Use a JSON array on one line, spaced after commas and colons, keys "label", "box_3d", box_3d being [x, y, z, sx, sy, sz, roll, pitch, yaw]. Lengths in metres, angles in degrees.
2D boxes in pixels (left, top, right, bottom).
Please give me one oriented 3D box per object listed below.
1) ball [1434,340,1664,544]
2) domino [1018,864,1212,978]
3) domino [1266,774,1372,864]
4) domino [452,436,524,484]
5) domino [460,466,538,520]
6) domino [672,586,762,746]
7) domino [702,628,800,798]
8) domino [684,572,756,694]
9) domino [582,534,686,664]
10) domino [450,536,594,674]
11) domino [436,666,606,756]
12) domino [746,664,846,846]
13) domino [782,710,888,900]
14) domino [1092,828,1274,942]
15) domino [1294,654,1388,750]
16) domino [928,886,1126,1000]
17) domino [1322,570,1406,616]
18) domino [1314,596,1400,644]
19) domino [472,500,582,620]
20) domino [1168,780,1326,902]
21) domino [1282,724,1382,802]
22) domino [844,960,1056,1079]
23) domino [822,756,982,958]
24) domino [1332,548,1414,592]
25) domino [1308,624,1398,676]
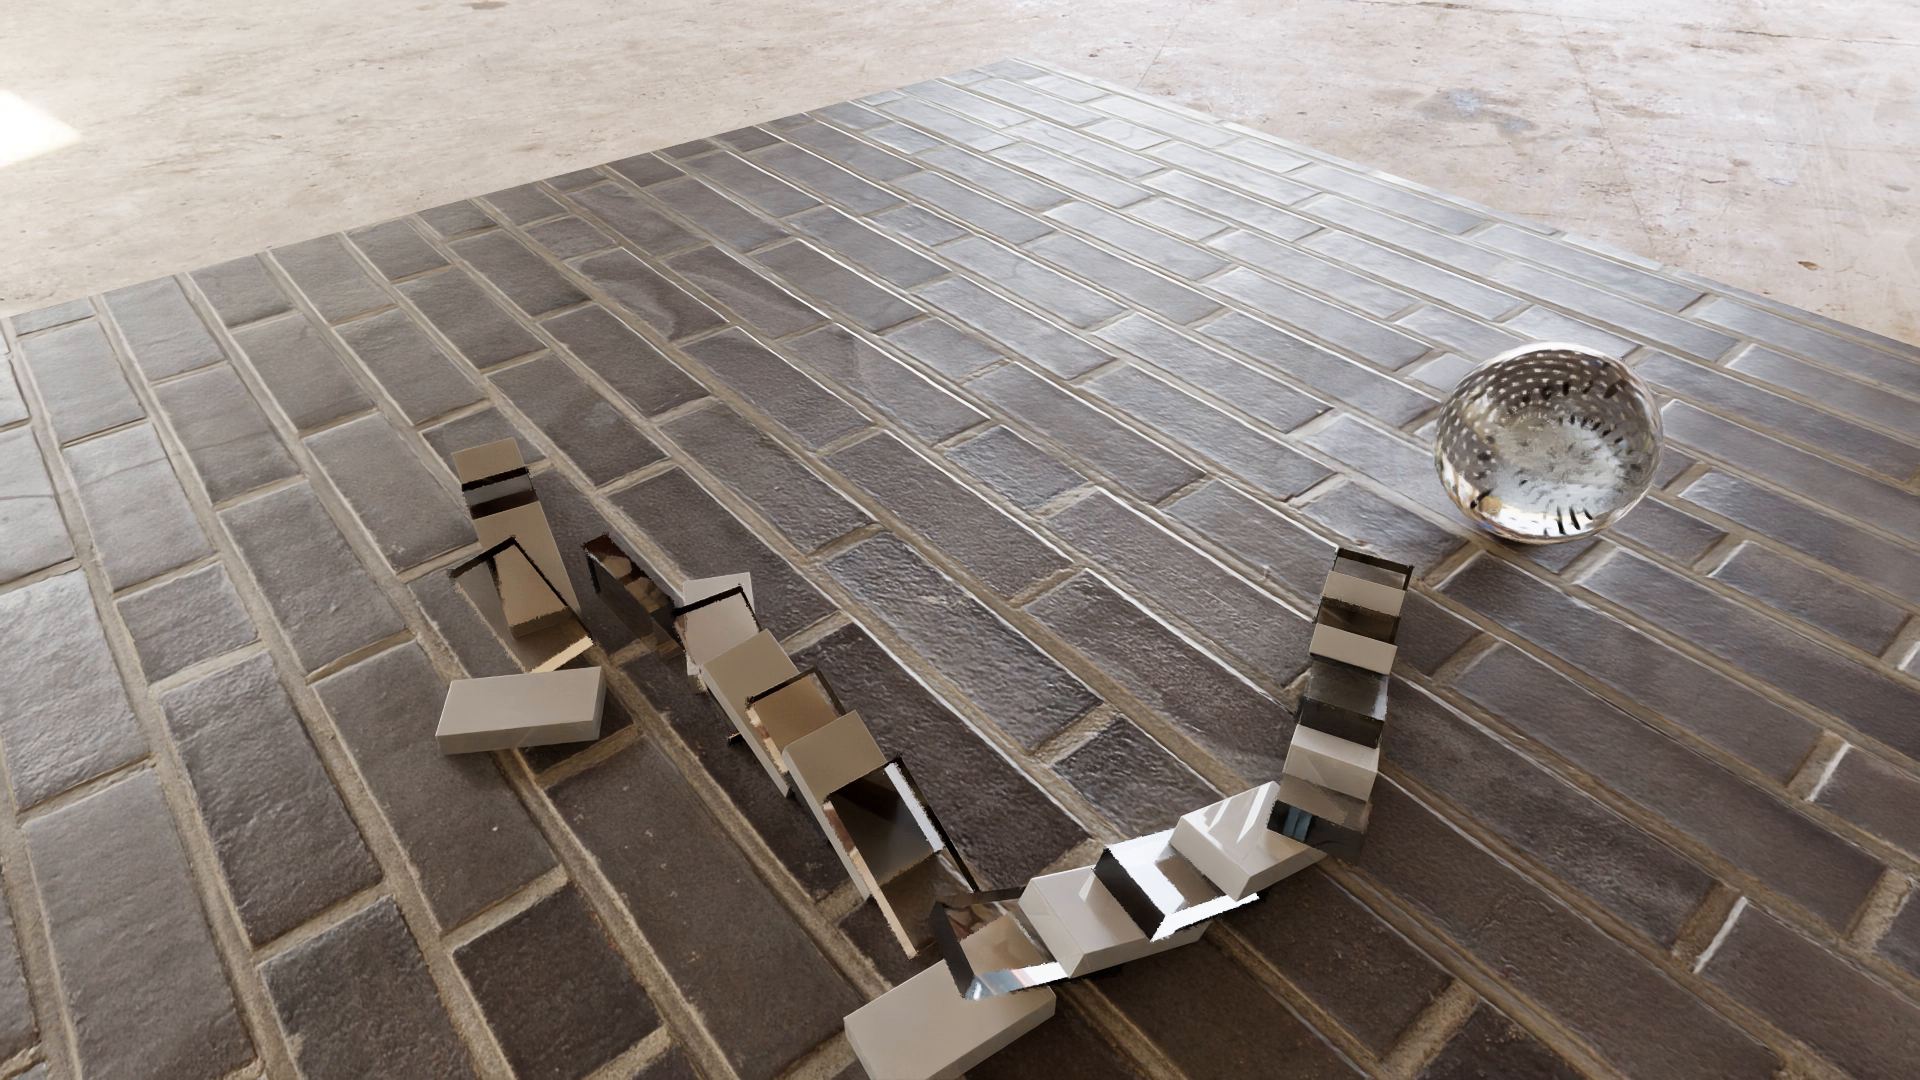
[{"label": "ball", "box_3d": [0.231, -0.038, 0.434, 0.080, 0.080, 0.080, 0, 39, 0]}, {"label": "domino", "box_3d": [0.043, 0.102, 0.303, 0.050, 0.009, 0.025, 2, 33, -38]}, {"label": "domino", "box_3d": [0.109, 0.078, 0.331, 0.025, 0.009, 0.050, 20, 16, 19]}, {"label": "domino", "box_3d": [-0.187, -0.017, 0.449, 0.025, 0.010, 0.050, -19, 66, -22]}, {"label": "domino", "box_3d": [-0.175, -0.003, 0.432, 0.025, 0.010, 0.050, -20, 66, -22]}, {"label": "domino", "box_3d": [-0.077, 0.042, 0.377, 0.025, 0.010, 0.050, -21, 66, -22]}, {"label": "domino", "box_3d": [-0.060, 0.056, 0.360, 0.025, 0.009, 0.050, -29, 70, -30]}, {"label": "domino", "box_3d": [-0.087, 0.033, 0.403, 0.025, 0.010, 0.050, -8, 40, -10]}, {"label": "domino", "box_3d": [-0.120, 0.021, 0.405, 0.010, 0.025, 0.050, -29, 48, -31]}, {"label": "domino", "box_3d": [-0.158, 0.025, 0.397, 0.025, 0.010, 0.050, -36, 73, -28]}, {"label": "domino", "box_3d": [-0.148, 0.058, 0.373, 0.050, 0.009, 0.025, -5, 40, -6]}, {"label": "domino", "box_3d": [-0.044, 0.067, 0.346, 0.025, 0.010, 0.050, -25, 70, -28]}, {"label": "domino", "box_3d": [-0.030, 0.079, 0.331, 0.025, 0.010, 0.050, -25, 70, -27]}, {"label": "domino", "box_3d": [0.064, 0.095, 0.312, 0.050, 0.009, 0.025, 0, 33, -40]}, {"label": "domino", "box_3d": [0.127, 0.052, 0.363, 0.025, 0.010, 0.050, 17, 15, 19]}, {"label": "domino", "box_3d": [0.019, 0.107, 0.298, 0.050, 0.010, 0.025, 4, 32, -30]}, {"label": "domino", "box_3d": [0.143, 0.021, 0.393, 0.025, 0.009, 0.050, 17, -1, 19]}, {"label": "domino", "box_3d": [0.138, 0.029, 0.383, 0.025, 0.010, 0.050, 17, -1, 19]}, {"label": "domino", "box_3d": [-0.163, 0.011, 0.415, 0.025, 0.009, 0.050, -20, 66, -22]}, {"label": "domino", "box_3d": [0.087, 0.087, 0.322, 0.050, 0.009, 0.025, -4, 33, -44]}, {"label": "domino", "box_3d": [0.119, 0.065, 0.347, 0.025, 0.010, 0.050, 17, 15, 19]}, {"label": "domino", "box_3d": [-0.002, 0.126, 0.290, 0.050, 0.009, 0.025, -22, 44, -25]}, {"label": "domino", "box_3d": [-0.016, 0.091, 0.317, 0.025, 0.010, 0.050, -24, 69, -27]}, {"label": "domino", "box_3d": [0.150, 0.013, 0.403, 0.025, 0.009, 0.050, 17, -1, 19]}, {"label": "domino", "box_3d": [0.133, 0.037, 0.373, 0.025, 0.010, 0.050, 17, -1, 19]}]
